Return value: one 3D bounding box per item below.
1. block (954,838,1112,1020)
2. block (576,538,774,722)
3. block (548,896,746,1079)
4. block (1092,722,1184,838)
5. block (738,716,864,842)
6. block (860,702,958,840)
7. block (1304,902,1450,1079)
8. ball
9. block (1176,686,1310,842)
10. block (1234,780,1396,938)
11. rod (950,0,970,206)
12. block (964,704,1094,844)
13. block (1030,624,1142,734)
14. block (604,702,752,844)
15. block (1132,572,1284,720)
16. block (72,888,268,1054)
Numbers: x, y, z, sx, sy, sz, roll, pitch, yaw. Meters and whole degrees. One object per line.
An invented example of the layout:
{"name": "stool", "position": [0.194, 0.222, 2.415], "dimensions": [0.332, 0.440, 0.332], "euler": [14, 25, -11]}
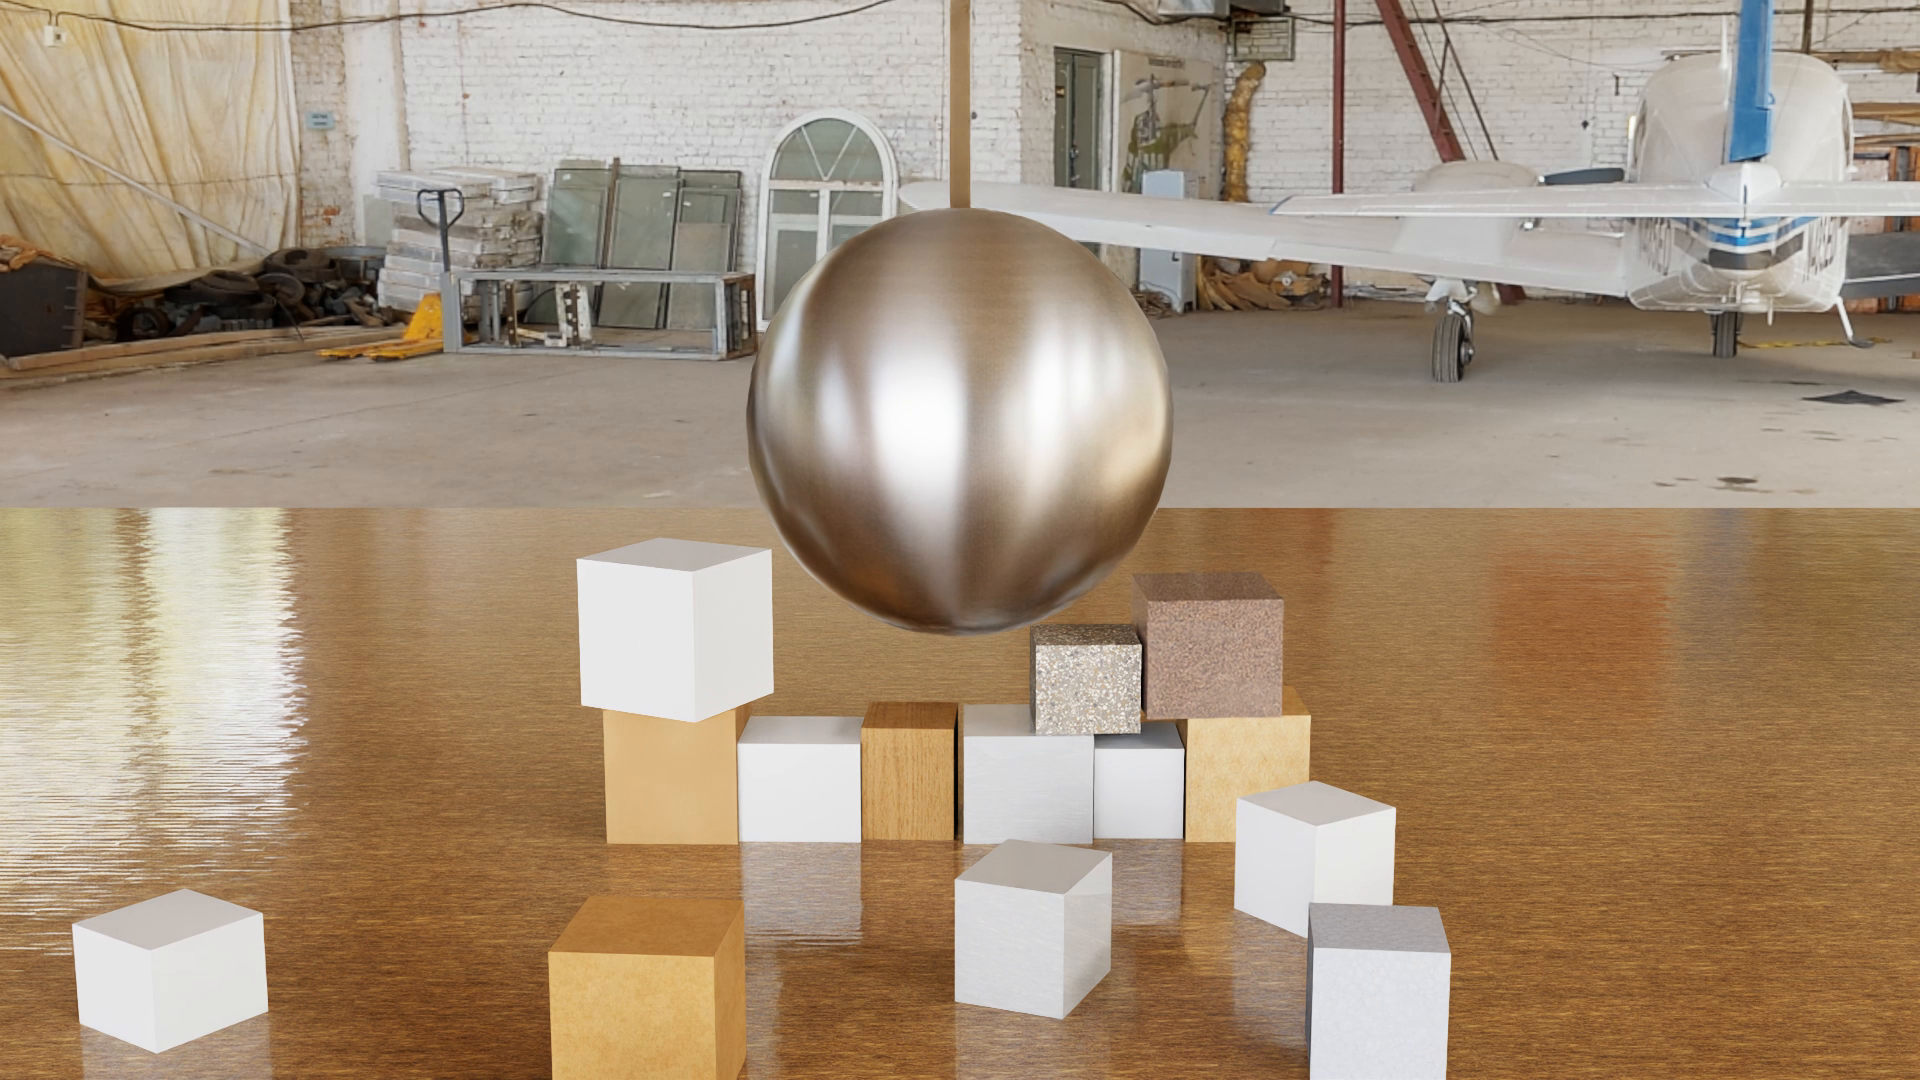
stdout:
{"name": "block", "position": [0.312, 1.615, 9.206], "dimensions": [0.476, 0.528, 0.581], "euler": [4, 11, 23]}
{"name": "block", "position": [-1.435, 0.440, 11.146], "dimensions": [0.702, 0.751, 0.686], "euler": [6, 12, 28]}
{"name": "block", "position": [-1.155, 1.742, 8.229], "dimensions": [0.603, 0.629, 0.594], "euler": [1, 10, 5]}
{"name": "block", "position": [0.907, 1.241, 11.423], "dimensions": [0.454, 0.471, 0.531], "euler": [0, 10, 0]}
{"name": "block", "position": [-0.805, 1.230, 11.370], "dimensions": [0.619, 0.512, 0.541], "euler": [0, 10, 2]}
{"name": "block", "position": [-0.254, 1.189, 11.397], "dimensions": [0.467, 0.582, 0.539], "euler": [0, 10, 2]}
{"name": "block", "position": [1.604, 1.745, 8.493], "dimensions": [0.503, 0.527, 0.505], "euler": [1, 10, 7]}
{"name": "ball", "position": [0.000, -0.440, 8.233], "dimensions": [1.600, 1.600, 1.600], "euler": [0, 10, 0]}
{"name": "block", "position": [1.451, 1.151, 11.389], "dimensions": [0.616, 0.661, 0.611], "euler": [0, 10, 0]}
{"name": "block", "position": [1.622, 1.458, 10.069], "dimensions": [0.491, 0.529, 0.522], "euler": [-7, 12, -34]}
{"name": "rod", "position": [0.000, -3.678, 9.269], "dimensions": [0.080, 5.200, 0.080], "euler": [0, -18, 0]}
{"name": "block", "position": [0.345, 1.203, 11.385], "dimensions": [0.652, 0.560, 0.639], "euler": [0, 10, 0]}
{"name": "block", "position": [0.636, 0.706, 11.277], "dimensions": [0.527, 0.456, 0.495], "euler": [0, 10, -2]}
{"name": "block", "position": [-1.445, 1.135, 11.375], "dimensions": [0.663, 0.698, 0.652], "euler": [0, 10, 2]}
{"name": "block", "position": [1.254, 0.530, 11.278], "dimensions": [0.674, 0.601, 0.726], "euler": [-1, 10, -2]}
{"name": "block", "position": [-3.186, 1.729, 8.883], "dimensions": [0.512, 0.420, 0.522], "euler": [7, 13, 35]}
